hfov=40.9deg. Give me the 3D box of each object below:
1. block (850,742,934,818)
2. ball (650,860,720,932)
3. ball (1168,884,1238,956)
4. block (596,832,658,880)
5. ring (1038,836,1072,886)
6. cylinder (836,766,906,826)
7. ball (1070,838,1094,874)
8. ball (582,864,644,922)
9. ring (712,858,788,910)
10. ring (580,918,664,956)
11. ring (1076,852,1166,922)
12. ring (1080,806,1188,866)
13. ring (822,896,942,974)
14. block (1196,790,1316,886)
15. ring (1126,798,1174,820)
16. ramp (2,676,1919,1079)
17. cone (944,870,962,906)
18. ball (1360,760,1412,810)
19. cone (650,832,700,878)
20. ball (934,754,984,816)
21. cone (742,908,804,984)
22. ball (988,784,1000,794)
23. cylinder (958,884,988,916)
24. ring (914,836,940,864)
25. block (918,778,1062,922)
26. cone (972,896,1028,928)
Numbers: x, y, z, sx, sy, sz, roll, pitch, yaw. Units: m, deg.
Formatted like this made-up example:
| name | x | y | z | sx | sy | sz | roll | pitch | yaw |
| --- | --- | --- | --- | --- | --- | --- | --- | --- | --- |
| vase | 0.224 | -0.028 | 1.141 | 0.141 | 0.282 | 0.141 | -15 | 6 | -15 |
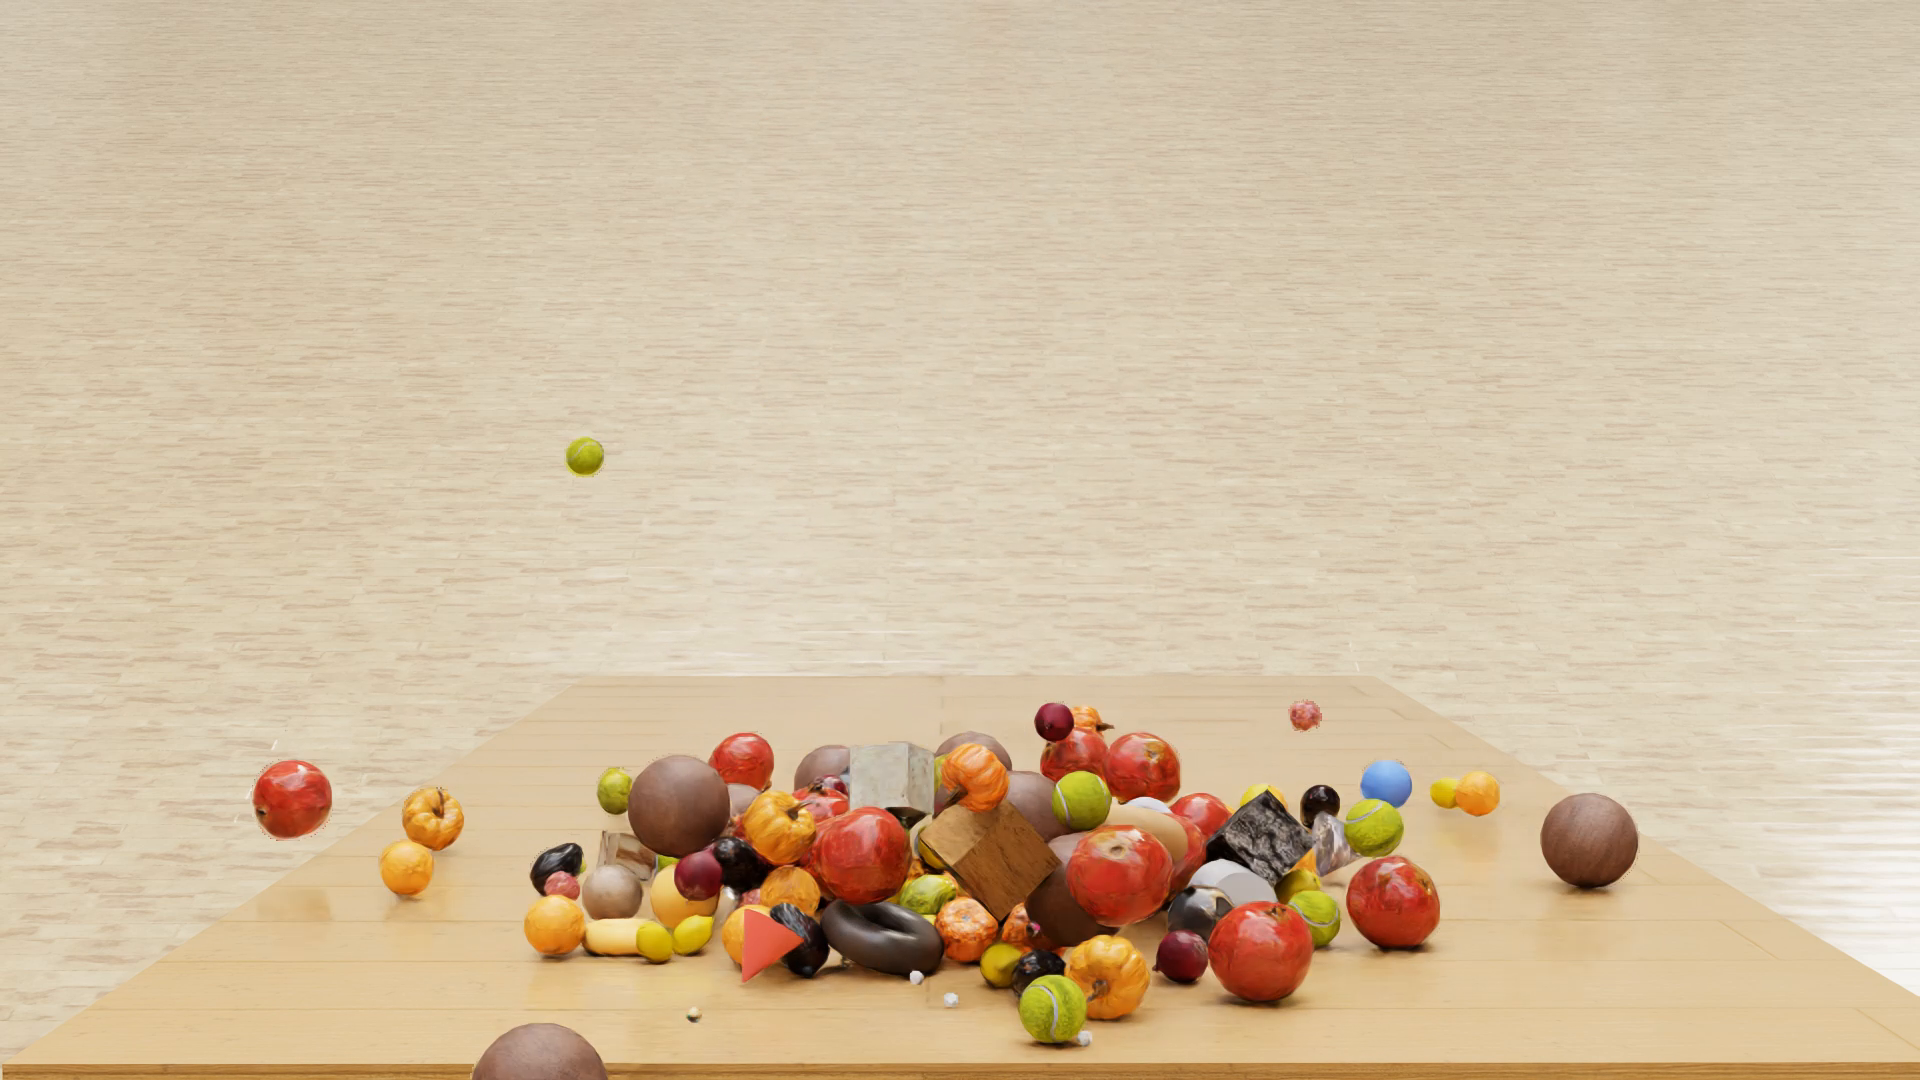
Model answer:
| name | x | y | z | sx | sy | sz | roll | pitch | yaw |
| --- | --- | --- | --- | --- | --- | --- | --- | --- | --- |
| block | -0.090 | 0.318 | 3.402 | 0.084 | 0.084 | 0.084 | -6 | -15 | 23 |
| ball | -0.343 | 0.444 | 3.209 | 0.087 | 0.087 | 0.087 | 0 | 23 | 0 |
| ball | 0.288 | 0.451 | 3.061 | 0.084 | 0.084 | 0.084 | 0 | 23 | 0 |
| block | -0.458 | 0.435 | 3.537 | 0.057 | 0.057 | 0.057 | 16 | -14 | -31 |
| ring | 0.083 | 0.435 | 3.441 | 0.139 | 0.139 | 0.046 | -9 | 67 | -20 |
| cylinder | -0.131 | 0.389 | 3.912 | 0.085 | 0.085 | 0.085 | 3 | 22 | 24 |
| ball | 0.190 | 0.449 | 3.627 | 0.070 | 0.070 | 0.070 | 0 | 23 | 0 |
| ball | -0.438 | 0.447 | 3.241 | 0.078 | 0.078 | 0.078 | 0 | 23 | 0 |
| ring | -0.274 | 0.449 | 3.356 | 0.108 | 0.036 | 0.108 | 25 | 5 | -2 |
| ring | -0.405 | 0.476 | 3.087 | 0.101 | 0.034 | 0.101 | 0 | 1 | 0 |
| ring | 0.207 | 0.441 | 3.303 | 0.116 | 0.039 | 0.116 | 5 | 40 | -4 |
| ring | 0.211 | 0.360 | 3.124 | 0.134 | 0.134 | 0.045 | 7 | 65 | 15 |
| ring | -0.090 | 0.457 | 2.978 | 0.148 | 0.049 | 0.148 | 18 | 10 | -3 |
| block | 0.383 | 0.396 | 3.323 | 0.092 | 0.092 | 0.092 | -41 | 85 | -24 |
| ring | 0.244 | 0.384 | 3.423 | 0.086 | 0.086 | 0.029 | 10 | -18 | 22 |
| ramp | 0.053 | 0.480 | 4.538 | 2.000 | 0.100 | 4.000 | 0 | 2 | 0 |
| cone | 0.012 | 0.465 | 3.359 | 0.070 | 0.070 | 0.070 | 0 | 29 | 1 |
| ball | 0.522 | 0.300 | 3.152 | 0.062 | 0.062 | 0.062 | 0 | 23 | 0 |
| cone | -0.404 | 0.456 | 3.533 | 0.078 | 0.078 | 0.078 | 3 | 36 | 6 |
| ball | -0.010 | 0.344 | 3.603 | 0.091 | 0.091 | 0.091 | 0 | 23 | 0 |
| cone | -0.227 | 0.466 | 2.892 | 0.077 | 0.077 | 0.077 | 18 | 71 | 36 |
| ball | 0.042 | 0.420 | 4.150 | 0.053 | 0.053 | 0.053 | 0 | 23 | 0 |
| cylinder | 0.030 | 0.418 | 3.086 | 0.055 | 0.055 | 0.055 | -10 | 25 | -12 |
| ring | -0.005 | 0.444 | 3.732 | 0.126 | 0.042 | 0.126 | 0 | 5 | 0 |
| block | 0.033 | 0.345 | 2.871 | 0.096 | 0.096 | 0.096 | -42 | 27 | -8 |
| cone | 0.027 | 0.444 | 3.149 | 0.090 | 0.090 | 0.090 | 9 | 12 | 19 |
